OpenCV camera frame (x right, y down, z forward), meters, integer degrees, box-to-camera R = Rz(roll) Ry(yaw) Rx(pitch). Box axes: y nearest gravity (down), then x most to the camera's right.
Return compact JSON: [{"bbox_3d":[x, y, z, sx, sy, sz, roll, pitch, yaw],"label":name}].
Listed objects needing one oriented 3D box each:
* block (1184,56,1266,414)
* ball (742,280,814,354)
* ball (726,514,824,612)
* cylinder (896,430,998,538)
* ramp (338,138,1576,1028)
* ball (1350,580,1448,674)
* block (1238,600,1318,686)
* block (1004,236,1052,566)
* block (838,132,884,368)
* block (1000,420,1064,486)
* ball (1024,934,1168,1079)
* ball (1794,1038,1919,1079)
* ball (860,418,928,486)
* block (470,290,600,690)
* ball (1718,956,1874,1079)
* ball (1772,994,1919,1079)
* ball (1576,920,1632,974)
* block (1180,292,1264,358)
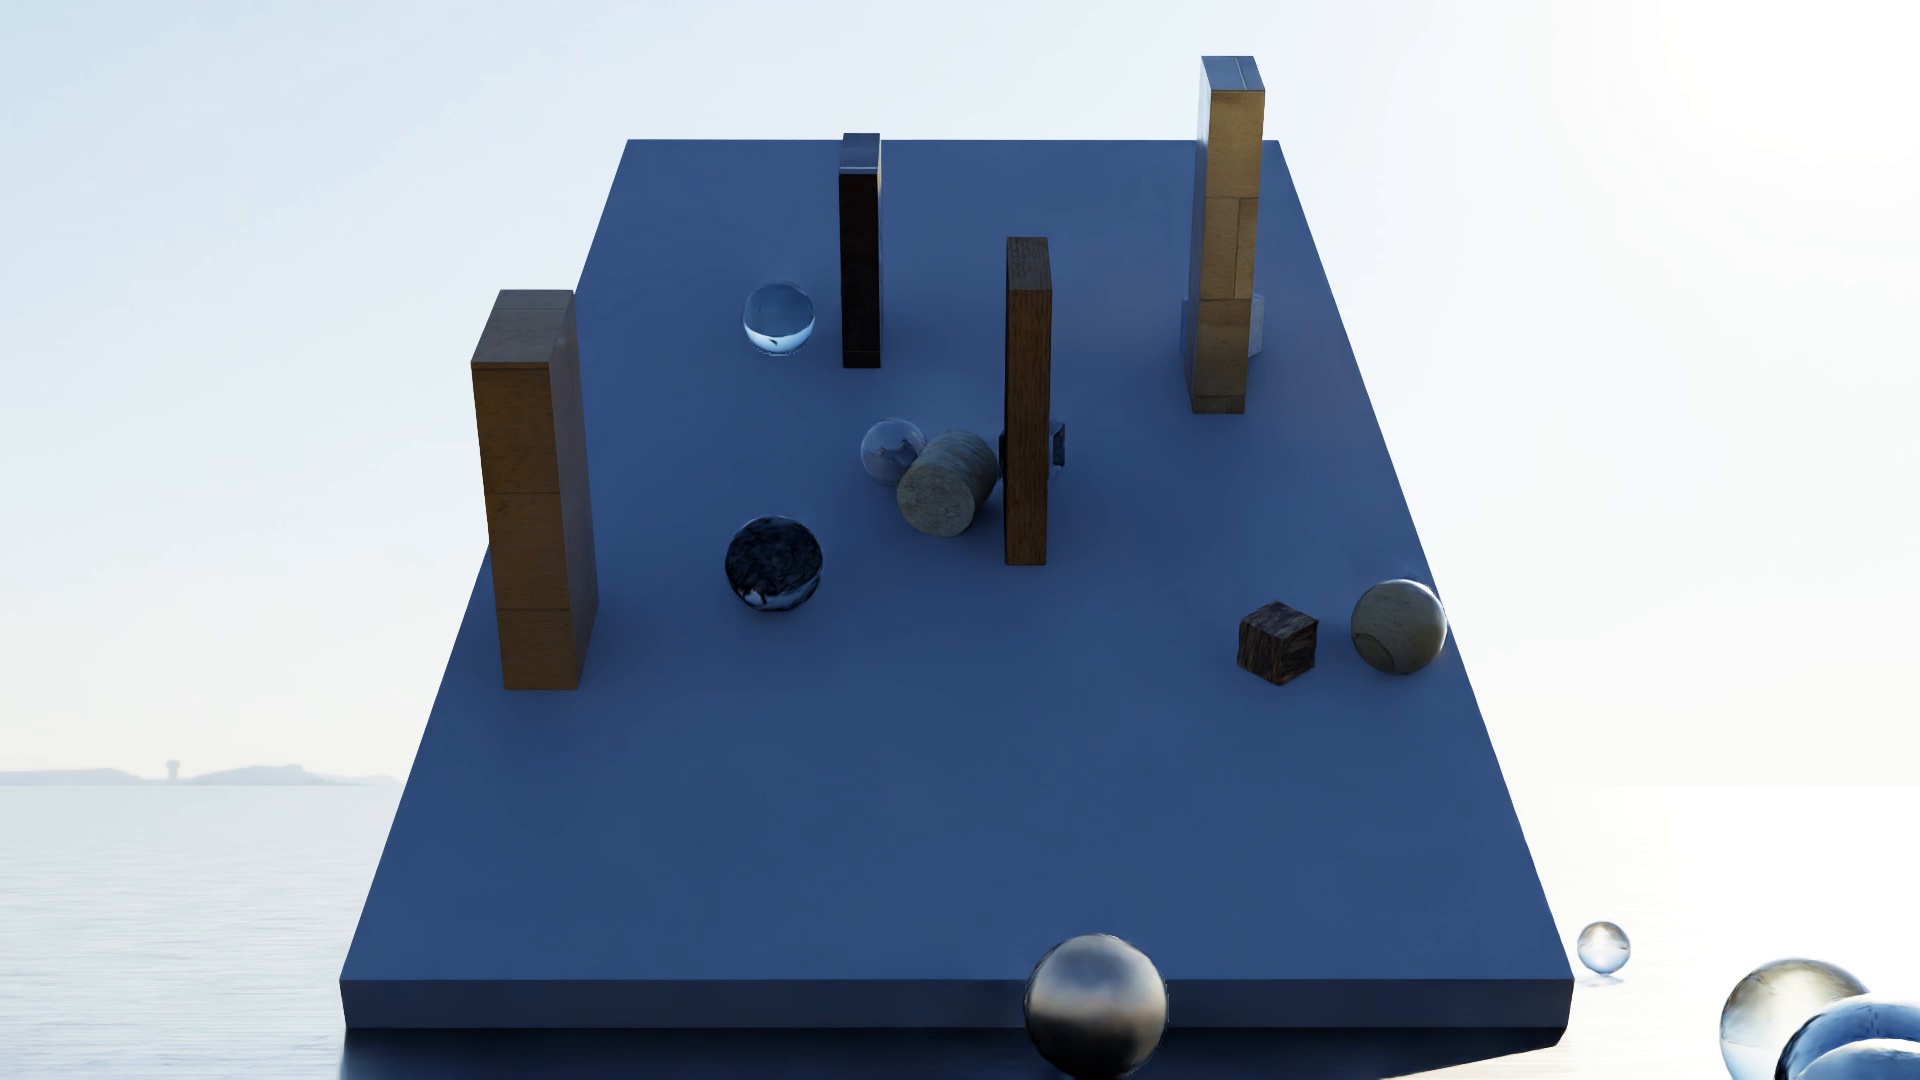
[{"bbox_3d":[0.615,-0.709,5.622,0.121,0.797,0.249,0,29,0],"label":"block"},{"bbox_3d":[-0.451,-0.554,5.972,0.181,0.181,0.181,0,-6,0],"label":"ball"},{"bbox_3d":[-0.376,0.048,4.870,0.198,0.198,0.198,0,-6,0],"label":"ball"},{"bbox_3d":[-0.025,-0.123,5.205,0.175,0.175,0.175,-2,27,22],"label":"cylinder"},{"bbox_3d":[-0.012,-0.217,5.656,2.000,0.100,4.000,0,29,0],"label":"ramp"},{"bbox_3d":[0.853,0.169,4.673,0.185,0.185,0.185,0,-6,0],"label":"ball"},{"bbox_3d":[0.620,0.202,4.693,0.107,0.107,0.107,-25,38,-38],"label":"block"},{"bbox_3d":[0.139,-0.289,5.036,0.084,0.629,0.280,0,29,0],"label":"block"},{"bbox_3d":[-0.242,-0.715,5.929,0.092,0.505,0.290,0,29,0],"label":"block"},{"bbox_3d":[0.162,-0.200,5.406,0.114,0.114,0.114,11,31,18],"label":"block"},{"bbox_3d":[0.183,0.633,3.261,0.195,0.195,0.195,0,-6,0],"label":"ball"},{"bbox_3d":[0.763,0.506,1.963,0.192,0.192,0.192,0,-6,0],"label":"ball"},{"bbox_3d":[-0.145,-0.197,5.360,0.152,0.152,0.152,0,-6,0],"label":"ball"},{"bbox_3d":[-0.809,-0.095,4.613,0.140,0.695,0.331,0,29,0],"label":"block"},{"bbox_3d":[1.004,0.593,2.859,0.195,0.195,0.195,0,-6,0],"label":"ball"},{"bbox_3d":[0.872,0.531,2.267,0.202,0.202,0.202,0,-6,0],"label":"ball"},{"bbox_3d":[1.341,0.848,5.002,0.113,0.113,0.113,0,-6,0],"label":"ball"},{"bbox_3d":[0.652,-0.535,5.979,0.147,0.147,0.147,22,36,34],"label":"block"}]
